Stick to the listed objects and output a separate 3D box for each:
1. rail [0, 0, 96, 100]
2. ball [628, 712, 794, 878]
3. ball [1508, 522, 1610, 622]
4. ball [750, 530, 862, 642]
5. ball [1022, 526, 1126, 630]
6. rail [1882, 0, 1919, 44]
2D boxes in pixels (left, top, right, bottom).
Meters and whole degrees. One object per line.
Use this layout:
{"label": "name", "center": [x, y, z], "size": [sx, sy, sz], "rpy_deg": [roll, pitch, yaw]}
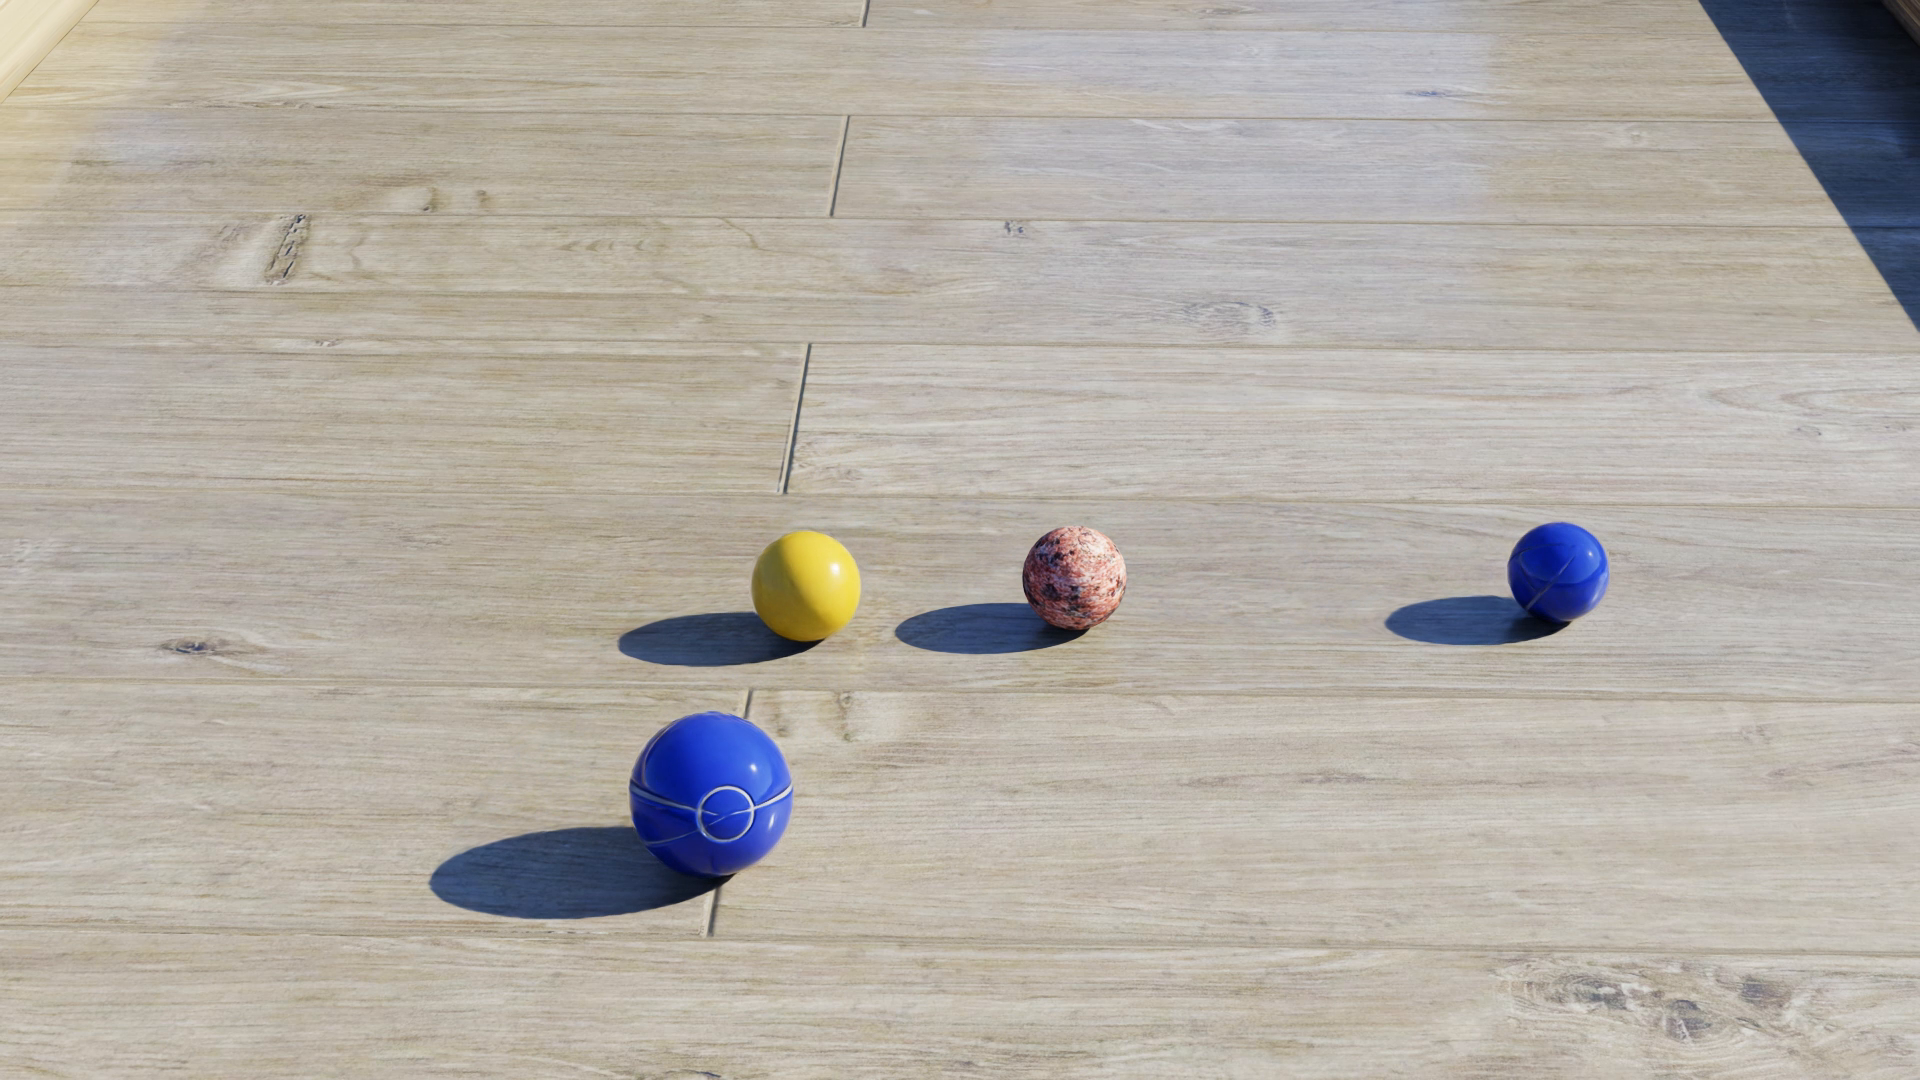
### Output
{"label": "rail", "center": [-0.837, -0.394, 2.511], "size": [0.045, 0.111, 3.173], "rpy_deg": [1, 28, 1]}
{"label": "ball", "center": [-0.129, 0.132, 1.529], "size": [0.086, 0.086, 0.086], "rpy_deg": [0, 28, 0]}
{"label": "ball", "center": [0.361, 0.019, 1.773], "size": [0.061, 0.061, 0.061], "rpy_deg": [0, 28, 0]}
{"label": "ball", "center": [-0.092, 0.027, 1.752], "size": [0.066, 0.066, 0.066], "rpy_deg": [0, 28, 0]}
{"label": "ball", "center": [0.069, 0.023, 1.765], "size": [0.063, 0.063, 0.063], "rpy_deg": [0, 28, 0]}
{"label": "rail", "center": [0.875, -0.375, 2.475], "size": [0.045, 0.111, 3.173], "rpy_deg": [1, 28, 1]}
